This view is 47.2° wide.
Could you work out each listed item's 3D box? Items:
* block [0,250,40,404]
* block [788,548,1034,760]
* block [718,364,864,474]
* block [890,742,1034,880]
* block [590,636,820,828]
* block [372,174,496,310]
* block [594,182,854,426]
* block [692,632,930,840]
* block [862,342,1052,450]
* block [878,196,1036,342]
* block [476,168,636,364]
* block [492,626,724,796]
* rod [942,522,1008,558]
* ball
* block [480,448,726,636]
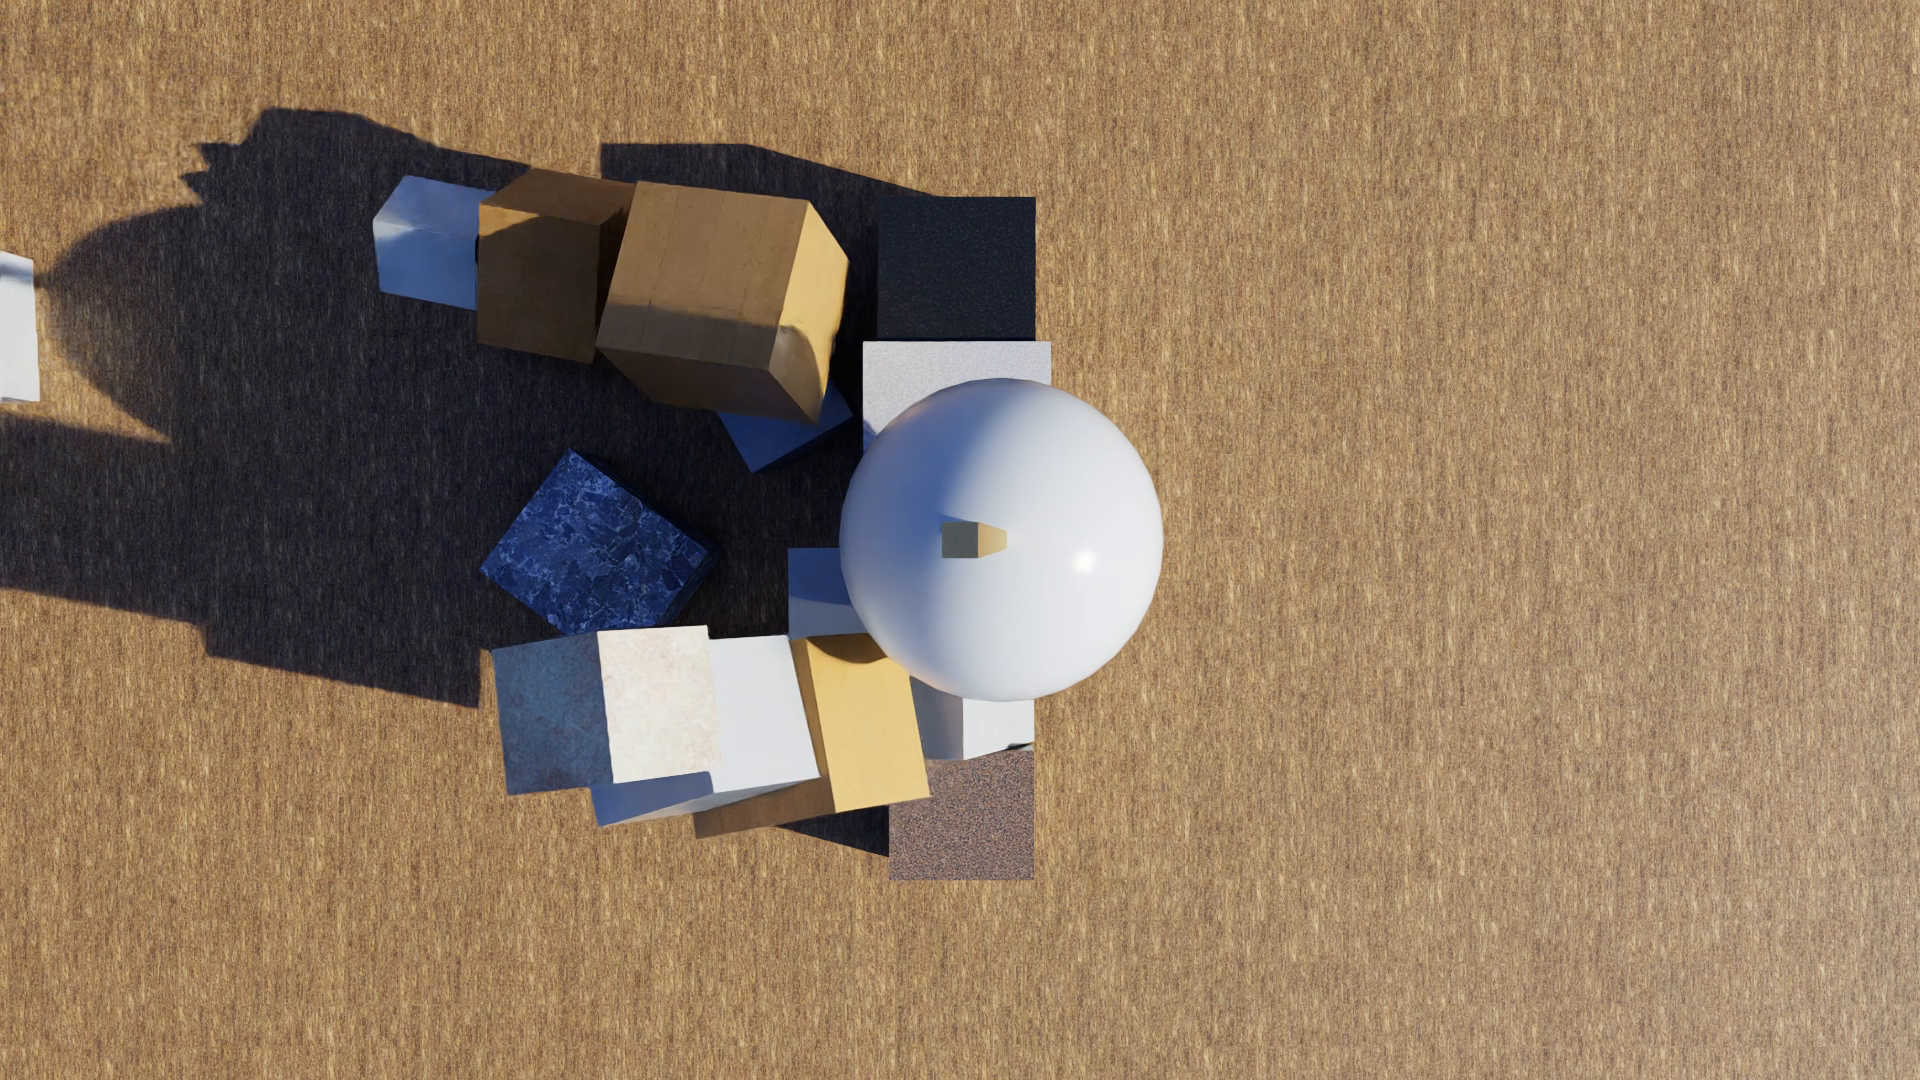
[{"bbox_3d":[-5.885,-1.212,12.630,0.849,0.741,0.839,-3,90,0],"label":"block"},{"bbox_3d":[-0.254,0.600,12.290,1.011,1.133,1.124,-1,90,21],"label":"block"},{"bbox_3d":[-1.023,-0.819,12.645,0.659,0.679,0.638,-29,90,3],"label":"block"},{"bbox_3d":[0.009,1.525,12.589,0.803,0.821,0.719,0,90,0],"label":"block"},{"bbox_3d":[-1.300,0.930,10.772,0.778,0.776,0.724,-20,79,34],"label":"block"},{"bbox_3d":[-2.955,-1.698,12.561,0.594,0.474,0.493,12,133,5],"label":"block"},{"bbox_3d":[-1.248,-1.265,11.880,0.971,0.913,0.941,9,77,15],"label":"block"},{"bbox_3d":[-0.832,1.005,11.397,0.940,0.782,0.878,-15,82,34],"label":"block"},{"bbox_3d":[-0.015,-0.532,12.507,1.028,0.987,1.103,0,90,0],"label":"block"},{"bbox_3d":[-0.018,-1.489,12.536,0.867,0.928,0.793,0,90,0],"label":"block"},{"bbox_3d":[-2.238,-1.559,12.422,0.691,0.804,0.803,11,115,8],"label":"block"},{"bbox_3d":[-1.610,0.777,10.076,0.672,0.715,0.667,-10,84,35],"label":"block"},{"bbox_3d":[0.087,0.000,7.406,0.080,5.200,0.080,0,90,2],"label":"rod"},{"bbox_3d":[0.202,0.000,10.804,1.600,1.600,1.600,0,90,0],"label":"ball"},{"bbox_3d":[-2.019,0.114,12.557,0.957,0.887,0.834,37,90,0],"label":"block"}]
